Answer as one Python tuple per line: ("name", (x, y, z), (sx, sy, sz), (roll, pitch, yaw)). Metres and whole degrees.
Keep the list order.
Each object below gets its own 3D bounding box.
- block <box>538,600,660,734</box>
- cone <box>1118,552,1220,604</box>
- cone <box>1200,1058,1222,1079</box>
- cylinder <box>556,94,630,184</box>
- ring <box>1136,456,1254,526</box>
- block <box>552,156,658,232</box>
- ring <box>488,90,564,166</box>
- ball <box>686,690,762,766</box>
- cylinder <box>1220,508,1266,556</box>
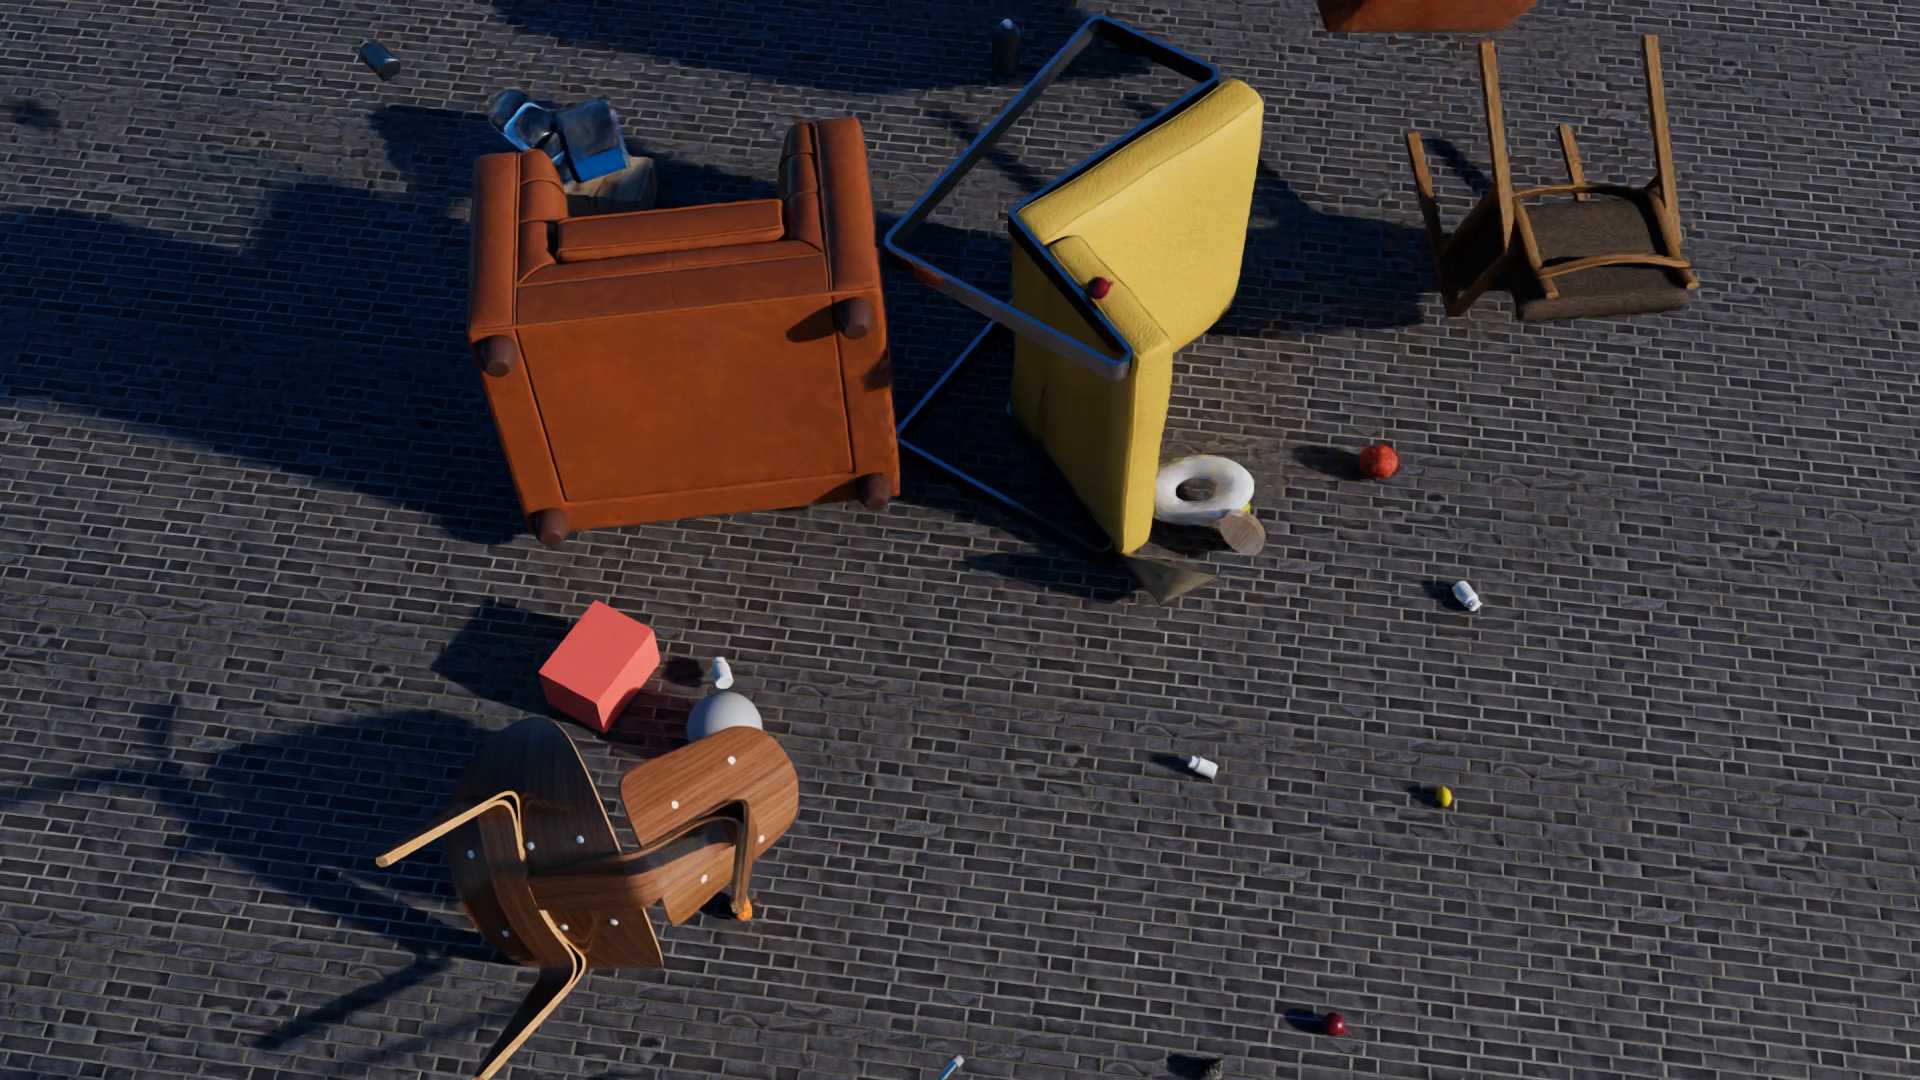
("block", (-1.019, 0.359, 6.227), (0.199, 0.176, 0.276), (26, 60, 16))
("cone", (0.590, 0.129, 6.361), (0.297, 0.353, 0.121), (11, 93, -19))
("cone", (0.658, 1.341, 5.623), (0.067, 0.050, 0.076), (41, 30, 6))
("cylinder", (-1.195, -1.302, 7.146), (0.173, 0.185, 0.286), (-18, 59, 2))
("ring", (0.703, -0.149, 6.587), (0.358, 0.072, 0.218), (-4, 75, 15))
("block", (-1.171, -1.157, 7.265), (0.298, 0.141, 0.195), (7, 56, 5))
("ring", (-1.431, -1.373, 7.336), (0.314, 0.280, 0.145), (37, 87, 15))
("ball", (-0.653, 0.523, 6.096), (0.210, 0.210, 0.210), (0, 56, 0))
("cylinder", (0.833, -0.024, 6.478), (0.147, 0.094, 0.092), (41, 108, 1))
